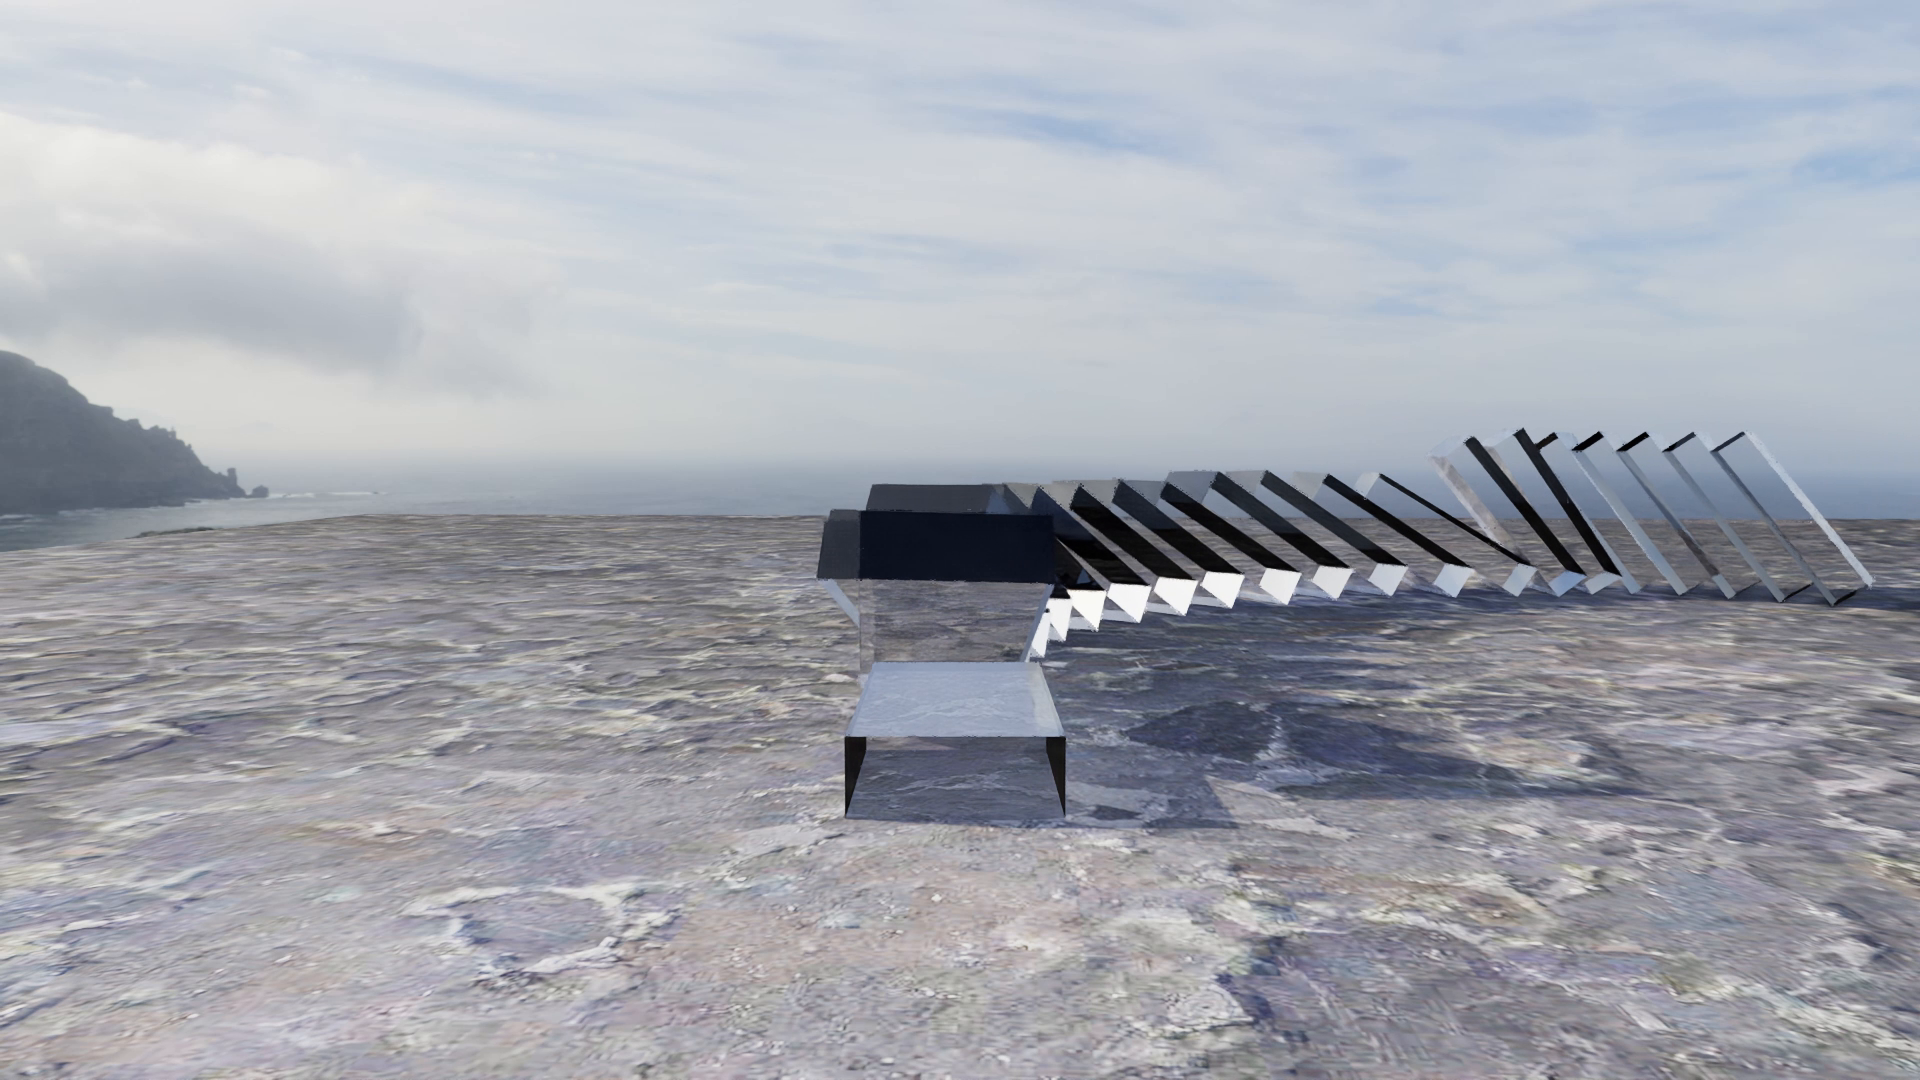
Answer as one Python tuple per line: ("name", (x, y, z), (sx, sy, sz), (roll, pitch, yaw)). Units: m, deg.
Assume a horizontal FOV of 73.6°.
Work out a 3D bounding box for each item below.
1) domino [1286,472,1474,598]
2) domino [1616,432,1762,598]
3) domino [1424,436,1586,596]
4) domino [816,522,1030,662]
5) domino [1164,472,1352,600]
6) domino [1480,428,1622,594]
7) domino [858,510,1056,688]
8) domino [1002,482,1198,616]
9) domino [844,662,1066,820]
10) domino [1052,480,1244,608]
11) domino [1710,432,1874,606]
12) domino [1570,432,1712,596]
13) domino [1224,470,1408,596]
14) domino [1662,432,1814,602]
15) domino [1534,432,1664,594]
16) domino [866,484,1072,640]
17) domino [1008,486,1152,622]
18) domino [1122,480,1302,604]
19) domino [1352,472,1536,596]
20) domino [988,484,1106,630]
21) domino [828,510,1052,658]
("domino", (0.117, -0.002, 0.364), (0.050, 0.009, 0.025), (32, 0, -8))
("domino", (0.209, -0.008, 0.366), (0.009, 0.050, 0.025), (-41, -21, 32))
("domino", (0.156, -0.008, 0.369), (0.010, 0.050, 0.025), (-39, -1, 8))
("domino", (-0.004, 0.011, 0.217), (0.025, 0.009, 0.050), (1, -22, 13))
("domino", (0.080, -0.001, 0.350), (0.050, 0.010, 0.025), (33, -9, -19))
("domino", (0.171, -0.009, 0.375), (0.009, 0.050, 0.025), (-33, -2, 11))
("domino", (-0.002, 0.010, 0.188), (0.025, 0.009, 0.050), (1, -22, -4))
("domino", (0.033, 0.002, 0.313), (0.025, 0.010, 0.050), (5, -23, 49))
("domino", (-0.001, 0.025, 0.170), (0.025, 0.010, 0.050), (0, 4, 0))
("domino", (0.047, 0.001, 0.327), (0.050, 0.010, 0.025), (33, -17, -32))
("domino", (0.227, -0.007, 0.351), (0.010, 0.050, 0.025), (-41, -21, 32))
("domino", (0.200, -0.009, 0.373), (0.010, 0.050, 0.025), (-41, -21, 32))
("domino", (0.097, -0.002, 0.358), (0.050, 0.009, 0.025), (32, -5, -13))
("domino", (0.218, -0.007, 0.358), (0.010, 0.050, 0.025), (-41, -21, 32))
("domino", (0.189, -0.009, 0.378), (0.010, 0.050, 0.025), (-41, -20, 32))
("domino", (0.003, 0.005, 0.258), (0.025, 0.010, 0.050), (2, -27, 25))
("domino", (0.020, 0.004, 0.297), (0.025, 0.009, 0.050), (3, -25, 42))
("domino", (0.064, 0.000, 0.341), (0.050, 0.009, 0.025), (31, -10, -24))
("domino", (0.138, -0.002, 0.369), (0.050, 0.010, 0.025), (32, 7, 3))
("domino", (0.009, 0.004, 0.278), (0.025, 0.010, 0.050), (0, -27, 33))
("domino", (-0.003, 0.009, 0.242), (0.025, 0.009, 0.050), (2, -22, 25))
